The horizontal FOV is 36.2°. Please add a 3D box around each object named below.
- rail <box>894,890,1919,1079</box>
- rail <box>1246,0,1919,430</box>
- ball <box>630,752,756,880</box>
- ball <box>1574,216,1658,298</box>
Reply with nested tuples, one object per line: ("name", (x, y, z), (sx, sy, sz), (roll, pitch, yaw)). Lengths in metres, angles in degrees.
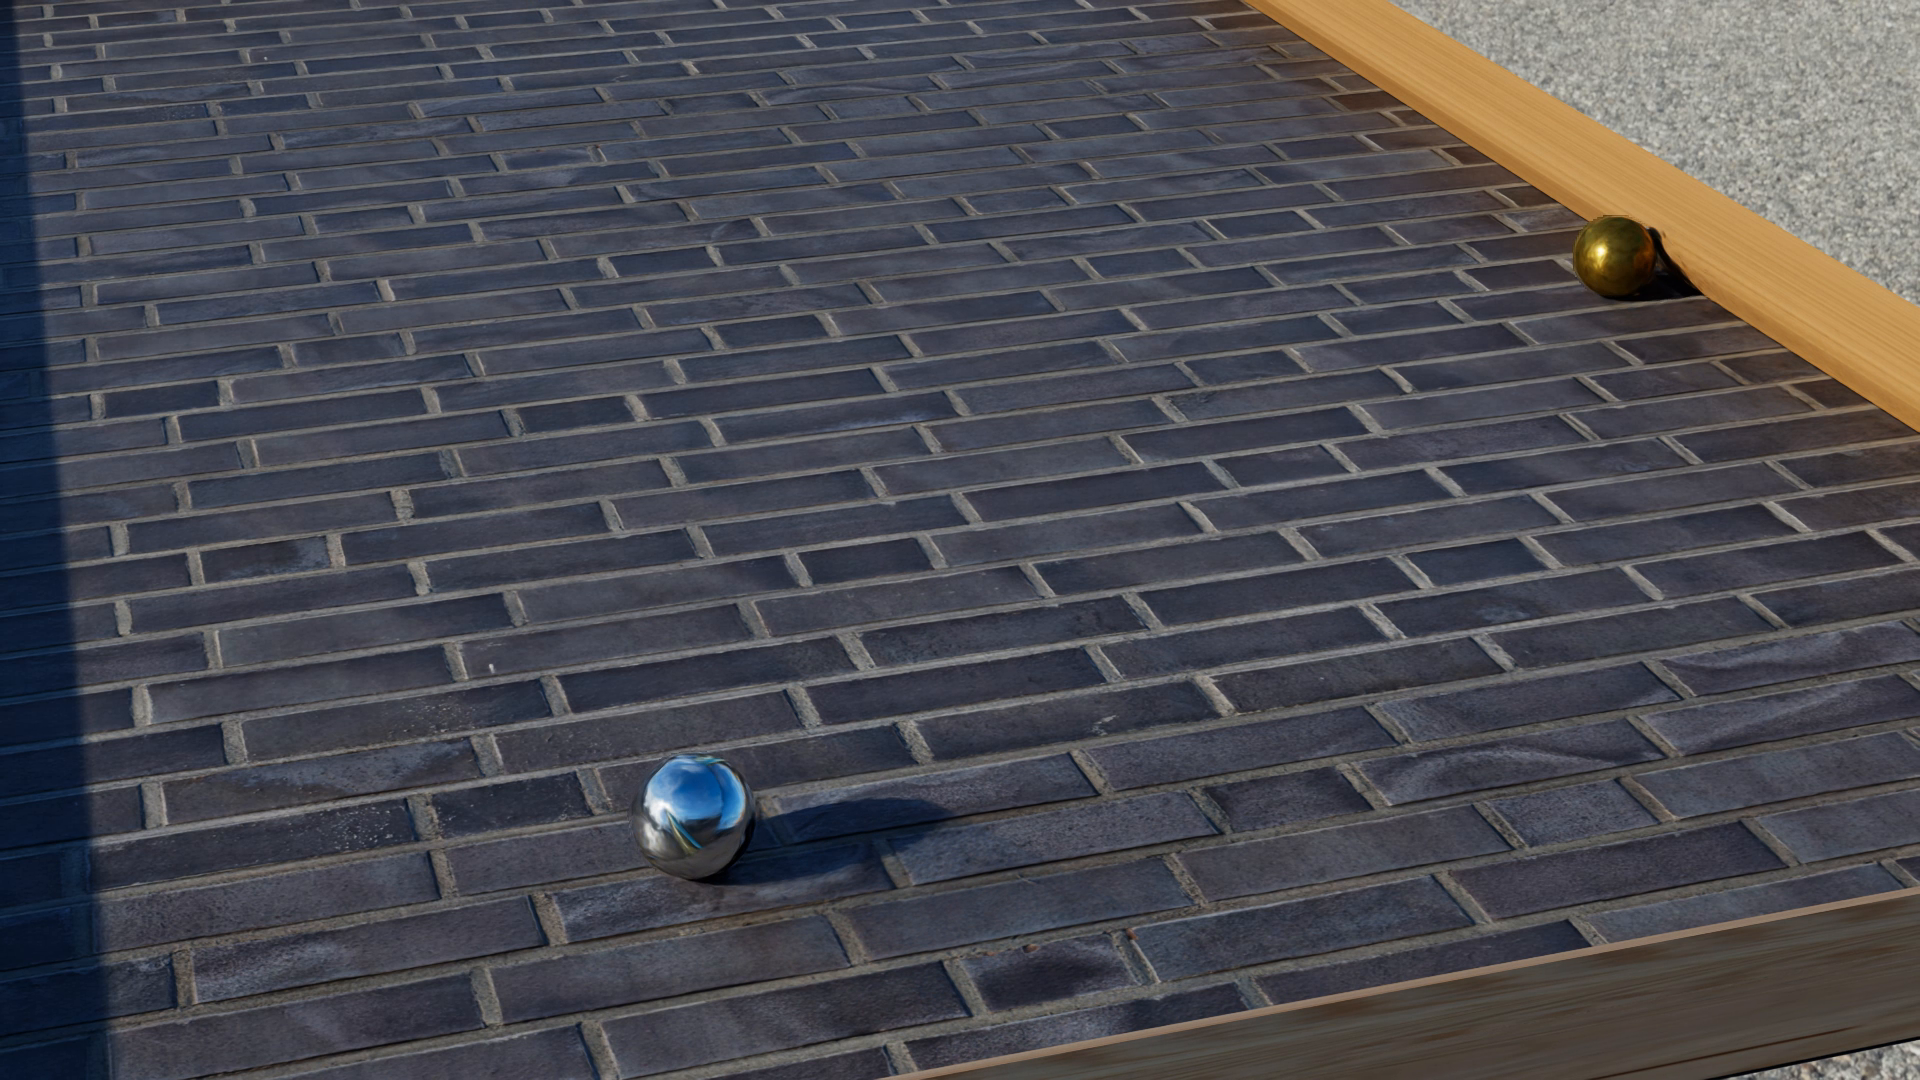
("rail", (0.200, 0.254, 1.479), (1.605, 0.095, 0.045), (-8, 26, -16))
("rail", (0.536, -0.392, 2.858), (0.045, 0.095, 2.749), (-8, 26, -16))
("ball", (-0.155, 0.160, 1.707), (0.073, 0.073, 0.073), (0, 25, 0))
("ball", (0.575, -0.248, 2.581), (0.071, 0.071, 0.071), (0, 25, 0))
